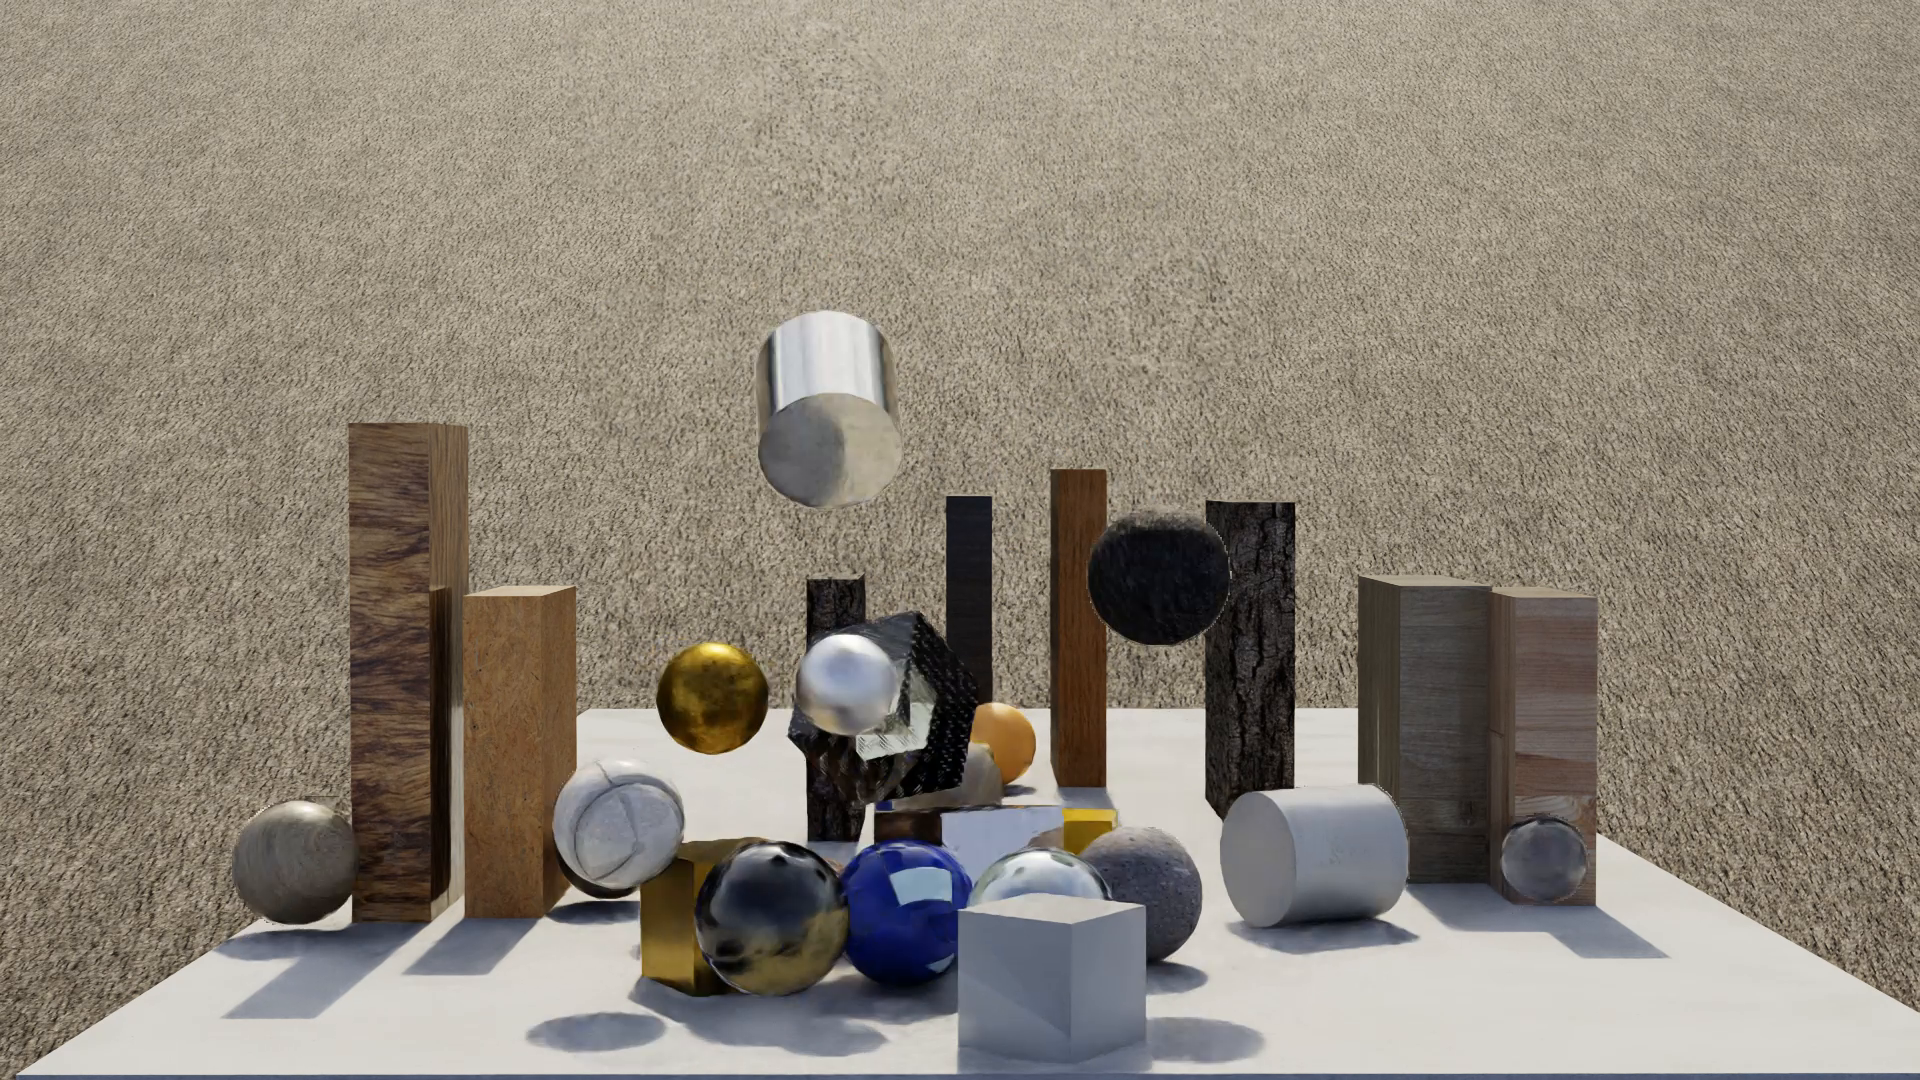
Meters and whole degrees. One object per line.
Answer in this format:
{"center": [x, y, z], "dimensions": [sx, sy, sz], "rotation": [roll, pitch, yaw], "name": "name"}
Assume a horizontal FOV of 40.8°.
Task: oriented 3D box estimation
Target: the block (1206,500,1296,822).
{"center": [0.506, 0.206, 4.526], "dimensions": [0.110, 0.549, 0.412], "rotation": [0, 1, 0], "name": "block"}

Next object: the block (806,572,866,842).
{"center": [-0.207, 0.273, 4.345], "dimensions": [0.084, 0.426, 0.324], "rotation": [0, 1, 0], "name": "block"}

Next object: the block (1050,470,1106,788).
{"center": [0.233, 0.163, 5.125], "dimensions": [0.090, 0.606, 0.443], "rotation": [0, 1, 0], "name": "block"}

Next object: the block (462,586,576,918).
{"center": [-0.614, 0.288, 3.624], "dimensions": [0.105, 0.434, 0.320], "rotation": [0, 1, 0], "name": "block"}

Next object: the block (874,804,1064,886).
{"center": [0.013, 0.420, 3.205], "dimensions": [0.172, 0.172, 0.172], "rotation": [-1, -4, -30], "name": "block"}

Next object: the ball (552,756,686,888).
{"center": [-0.388, 0.322, 2.940], "dimensions": [0.151, 0.151, 0.151], "rotation": [0, 26, 0], "name": "ball"}

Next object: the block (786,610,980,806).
{"center": [-0.093, 0.211, 3.209], "dimensions": [0.158, 0.158, 0.158], "rotation": [-14, 45, 28], "name": "block"}

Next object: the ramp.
{"center": [0.059, 0.530, 4.567], "dimensions": [2.000, 0.100, 4.000], "rotation": [0, 1, 0], "name": "ramp"}

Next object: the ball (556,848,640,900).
{"center": [-0.487, 0.424, 3.587], "dimensions": [0.150, 0.150, 0.150], "rotation": [0, 26, 0], "name": "ball"}

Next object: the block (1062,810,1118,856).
{"center": [0.164, 0.446, 3.659], "dimensions": [0.114, 0.114, 0.114], "rotation": [0, 1, 8], "name": "block"}

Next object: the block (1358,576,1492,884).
{"center": [0.706, 0.279, 3.947], "dimensions": [0.134, 0.434, 0.392], "rotation": [0, 1, 0], "name": "block"}

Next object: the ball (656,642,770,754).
{"center": [-0.335, 0.215, 3.491], "dimensions": [0.152, 0.152, 0.152], "rotation": [0, 26, 0], "name": "ball"}

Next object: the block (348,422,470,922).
{"center": [-0.758, 0.174, 3.566], "dimensions": [0.106, 0.665, 0.279], "rotation": [0, 1, 0], "name": "block"}

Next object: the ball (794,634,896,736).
{"center": [-0.134, 0.170, 3.030], "dimensions": [0.119, 0.119, 0.119], "rotation": [0, 26, 0], "name": "ball"}

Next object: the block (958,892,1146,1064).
{"center": [0.097, 0.456, 2.706], "dimensions": [0.142, 0.142, 0.142], "rotation": [1, 2, 36], "name": "block"}

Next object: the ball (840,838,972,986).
{"center": [-0.066, 0.434, 3.011], "dimensions": [0.173, 0.173, 0.173], "rotation": [0, 26, 0], "name": "ball"}

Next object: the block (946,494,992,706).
{"center": [0.018, 0.184, 5.354], "dimensions": [0.092, 0.553, 0.349], "rotation": [0, 1, 0], "name": "block"}

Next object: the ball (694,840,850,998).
{"center": [-0.210, 0.424, 2.891], "dimensions": [0.176, 0.176, 0.176], "rotation": [0, 26, 0], "name": "ball"}

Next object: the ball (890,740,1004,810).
{"center": [-0.019, 0.362, 3.717], "dimensions": [0.164, 0.164, 0.164], "rotation": [0, 26, 0], "name": "ball"}

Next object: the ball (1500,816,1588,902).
{"center": [0.789, 0.431, 3.488], "dimensions": [0.116, 0.116, 0.116], "rotation": [0, 26, 0], "name": "ball"}

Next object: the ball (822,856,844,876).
{"center": [-0.181, 0.455, 3.221], "dimensions": [0.120, 0.120, 0.120], "rotation": [0, 26, 0], "name": "ball"}

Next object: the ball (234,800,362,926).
{"center": [-0.863, 0.421, 3.358], "dimensions": [0.161, 0.161, 0.161], "rotation": [0, 26, 0], "name": "ball"}

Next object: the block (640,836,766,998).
{"center": [-0.275, 0.442, 3.045], "dimensions": [0.155, 0.155, 0.155], "rotation": [-1, 2, -30], "name": "block"}

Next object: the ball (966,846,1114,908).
{"center": [0.091, 0.435, 2.918], "dimensions": [0.175, 0.175, 0.175], "rotation": [0, 26, 0], "name": "ball"}

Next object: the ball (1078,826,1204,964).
{"center": [0.212, 0.433, 3.138], "dimensions": [0.167, 0.167, 0.167], "rotation": [0, 26, 0], "name": "ball"}

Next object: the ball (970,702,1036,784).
{"center": [0.066, 0.391, 4.937], "dimensions": [0.160, 0.160, 0.160], "rotation": [0, 26, 0], "name": "ball"}

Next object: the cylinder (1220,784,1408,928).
{"center": [0.471, 0.420, 3.437], "dimensions": [0.179, 0.179, 0.179], "rotation": [-1, 23, -28], "name": "cylinder"}

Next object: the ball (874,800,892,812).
{"center": [-0.041, 0.409, 3.879], "dimensions": [0.177, 0.177, 0.177], "rotation": [0, 26, 0], "name": "ball"}

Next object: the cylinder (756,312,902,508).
{"center": [-0.151, -0.149, 2.951], "dimensions": [0.162, 0.162, 0.162], "rotation": [-2, 39, -4], "name": "cylinder"}

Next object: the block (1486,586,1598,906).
{"center": [0.822, 0.288, 3.725], "dimensions": [0.113, 0.426, 0.333], "rotation": [0, 1, 0], "name": "block"}

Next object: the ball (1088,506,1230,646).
{"center": [0.242, 0.043, 3.141], "dimensions": [0.172, 0.172, 0.172], "rotation": [0, 26, 0], "name": "ball"}
